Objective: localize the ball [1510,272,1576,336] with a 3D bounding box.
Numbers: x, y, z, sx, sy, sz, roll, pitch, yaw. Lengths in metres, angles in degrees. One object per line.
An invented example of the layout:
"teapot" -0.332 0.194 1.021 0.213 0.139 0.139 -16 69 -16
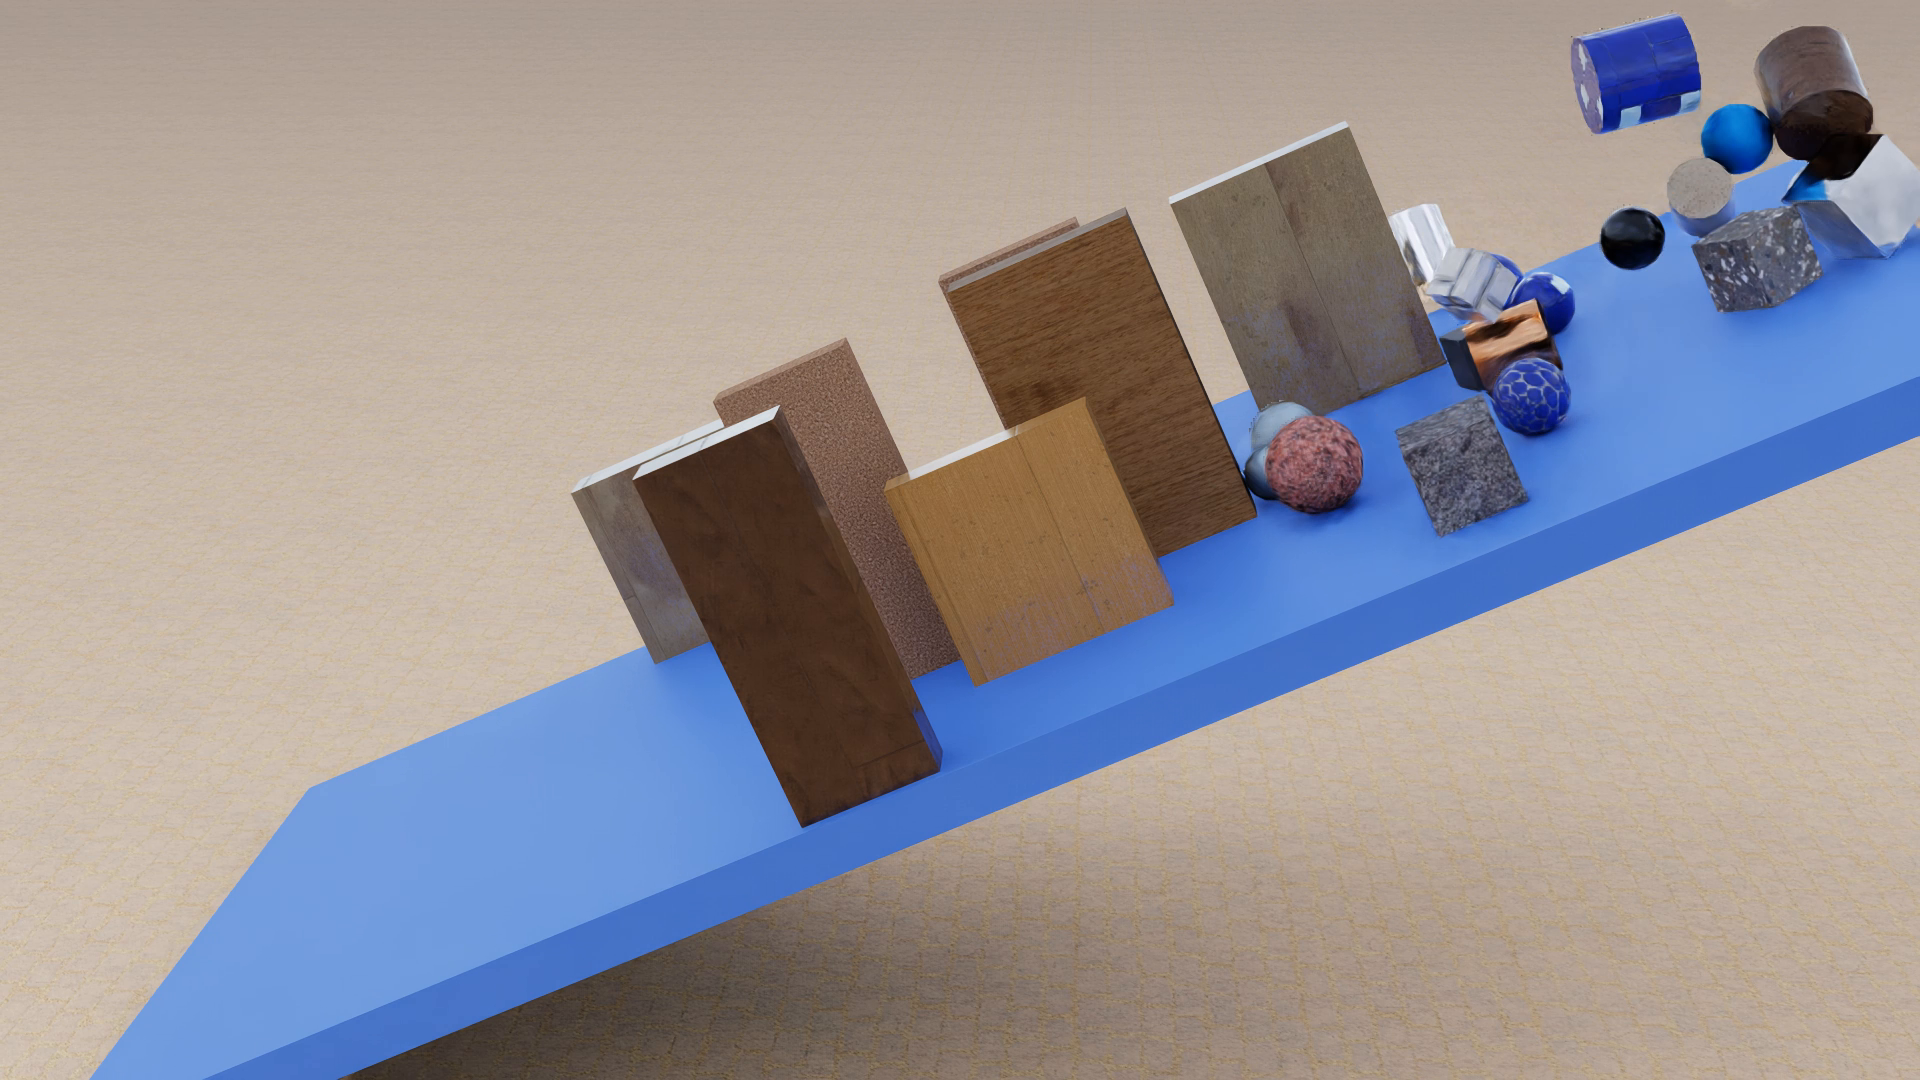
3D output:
"ball" 1.262 -0.509 6.370 0.140 0.140 0.140 0 15 0

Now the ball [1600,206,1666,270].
"ball" 1.360 -0.610 5.950 0.130 0.130 0.130 0 15 0

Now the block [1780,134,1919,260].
"block" 1.790 -0.684 5.857 0.174 0.174 0.174 41 -8 -19

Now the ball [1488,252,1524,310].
"ball" 1.200 -0.567 6.660 0.166 0.166 0.166 0 15 0

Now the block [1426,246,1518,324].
"block" 1.046 -0.521 6.012 0.110 0.110 0.110 32 -9 -32

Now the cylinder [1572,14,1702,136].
"cylinder" 1.377 -0.949 5.995 0.204 0.204 0.204 -14 16 0

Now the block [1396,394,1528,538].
"block" 0.922 -0.138 5.417 0.174 0.174 0.174 -23 14 11

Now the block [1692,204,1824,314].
"block" 1.604 -0.564 5.916 0.154 0.154 0.154 -32 15 -25

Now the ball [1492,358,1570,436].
"ball" 1.107 -0.277 5.699 0.151 0.151 0.151 0 15 0

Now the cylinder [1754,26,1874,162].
"cylinder" 1.740 -0.911 5.998 0.195 0.195 0.195 -1 51 -4

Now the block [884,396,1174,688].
"block" 0.136 0.005 5.731 0.424 0.432 0.087 -23 13 8

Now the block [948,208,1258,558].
"block" 0.295 -0.288 6.049 0.394 0.681 0.108 -23 13 8

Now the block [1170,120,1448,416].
"block" 0.777 -0.580 6.569 0.424 0.576 0.102 -23 13 8

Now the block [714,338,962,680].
"block" -0.221 -0.037 5.982 0.287 0.689 0.088 -23 13 8

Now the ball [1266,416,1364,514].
"ball" 0.704 -0.149 5.836 0.195 0.195 0.195 0 15 0

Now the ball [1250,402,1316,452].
"ball" 0.691 -0.213 6.206 0.155 0.155 0.155 0 15 0

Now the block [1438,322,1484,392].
"block" 1.112 -0.399 6.259 0.117 0.117 0.117 -27 13 -8

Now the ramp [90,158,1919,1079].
"ramp" 0.132 0.170 6.284 4.000 0.100 2.000 -23 13 8

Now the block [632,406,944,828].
"block" -0.308 0.143 5.353 0.279 0.718 0.114 -23 13 8

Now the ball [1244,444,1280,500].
"ball" 0.646 -0.139 6.082 0.117 0.117 0.117 0 15 0

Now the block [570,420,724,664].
"block" -0.646 -0.002 7.131 0.411 0.468 0.140 -23 13 8

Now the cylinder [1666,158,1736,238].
"cylinder" 1.522 -0.702 6.038 0.129 0.129 0.129 5 -10 19

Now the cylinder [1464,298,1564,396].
"cylinder" 1.148 -0.399 6.099 0.158 0.158 0.158 -21 10 15

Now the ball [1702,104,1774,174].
"ball" 1.591 -0.821 6.022 0.144 0.144 0.144 0 15 0

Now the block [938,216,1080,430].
"block" 0.235 -0.349 6.486 0.326 0.646 0.083 -23 13 8

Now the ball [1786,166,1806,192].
"ball" 1.818 -0.727 6.216 0.139 0.139 0.139 0 15 0

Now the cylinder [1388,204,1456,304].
"cylinder" 1.107 -0.687 7.122 0.186 0.186 0.186 -20 -13 -5
